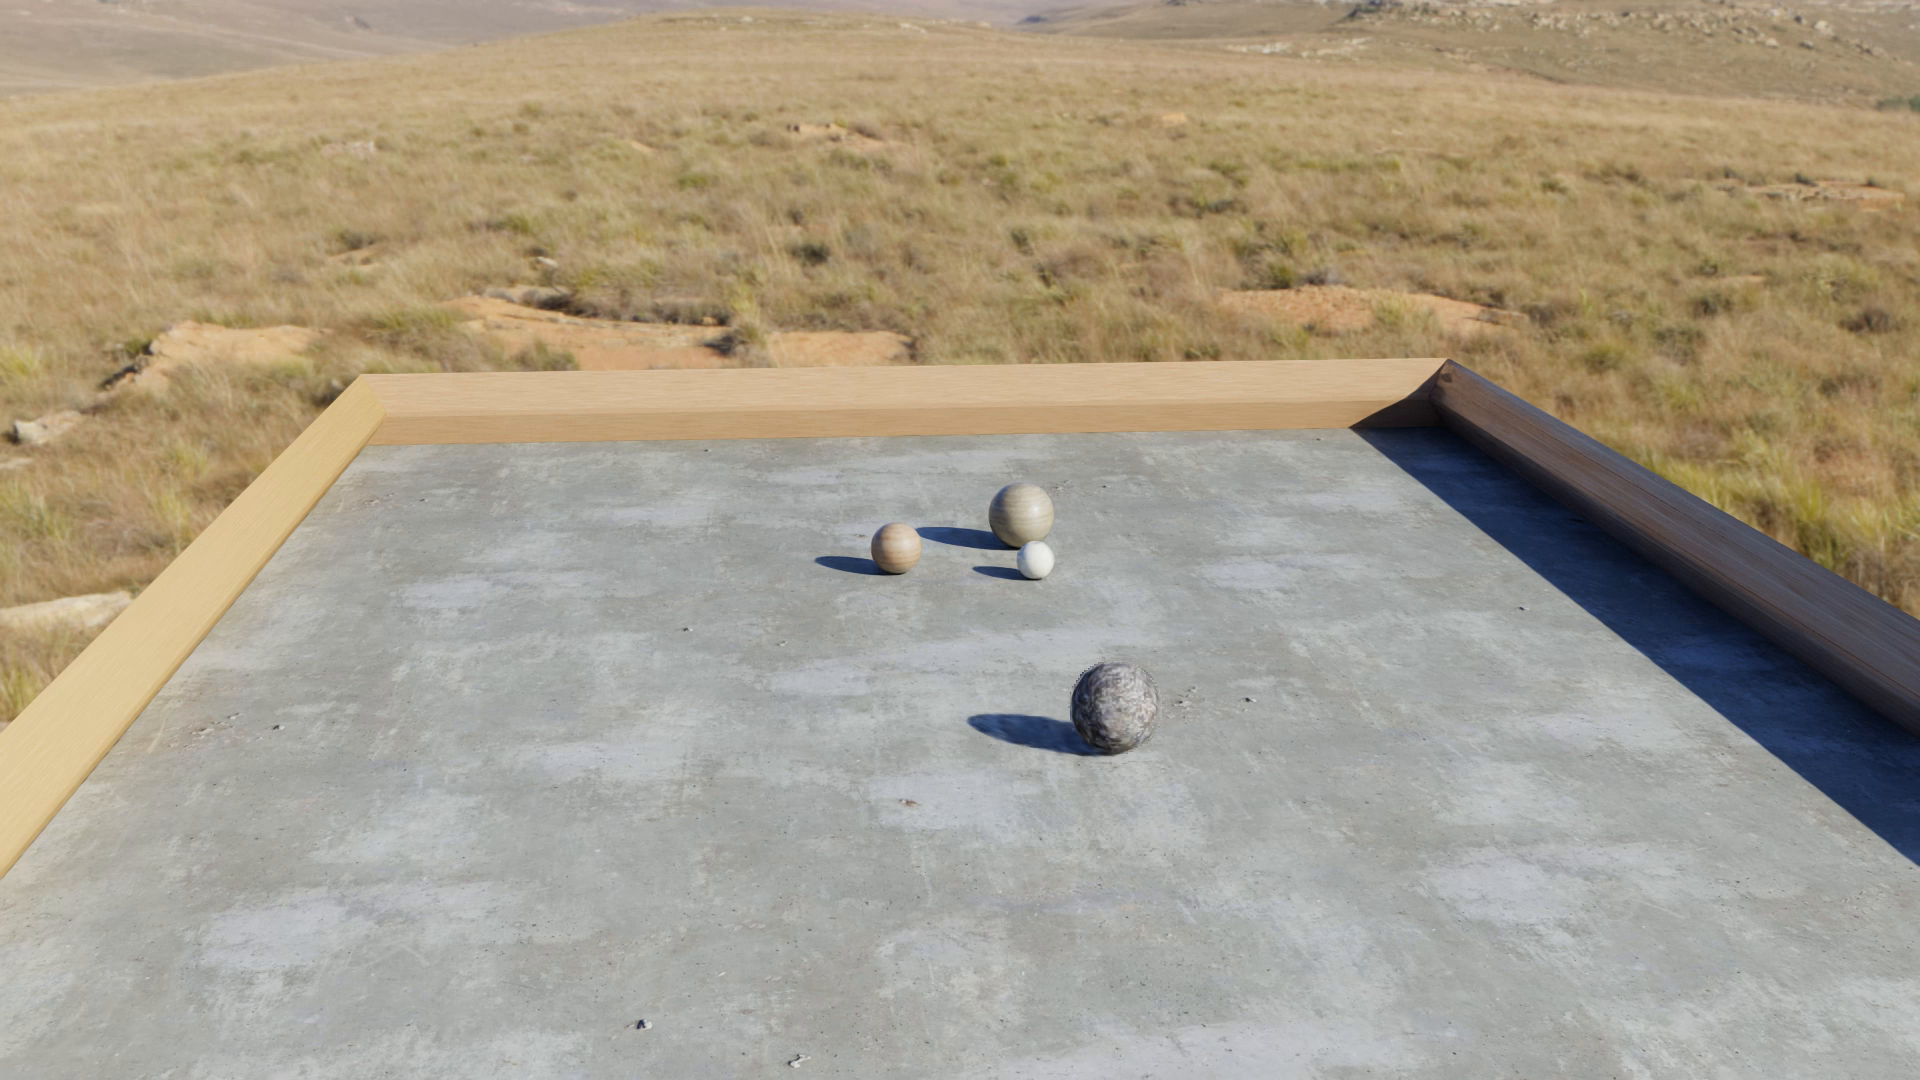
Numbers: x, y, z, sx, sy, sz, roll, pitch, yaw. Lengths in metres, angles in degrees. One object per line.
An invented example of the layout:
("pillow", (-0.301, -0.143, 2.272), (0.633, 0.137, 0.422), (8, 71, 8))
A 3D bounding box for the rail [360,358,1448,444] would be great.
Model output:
("rail", (-0.071, -0.224, 3.609), (1.795, 0.115, 0.045), (-1, 14, -5))

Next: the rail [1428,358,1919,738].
("rail", (0.943, 0.164, 2.097), (0.045, 0.115, 3.334), (-1, 14, -5))

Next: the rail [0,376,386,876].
("rail", (-0.798, 0.202, 1.949), (0.045, 0.115, 3.334), (-1, 14, -5))

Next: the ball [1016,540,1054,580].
("ball", (0.095, 0.025, 2.773), (0.048, 0.048, 0.048), (0, 14, 0))

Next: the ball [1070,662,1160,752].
("ball", (0.152, 0.164, 2.154), (0.088, 0.088, 0.088), (0, 14, 0))

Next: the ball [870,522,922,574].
("ball", (-0.081, 0.010, 2.798), (0.066, 0.066, 0.066), (0, 14, 0))

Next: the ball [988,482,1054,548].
("ball", (0.082, -0.033, 2.922), (0.089, 0.089, 0.089), (0, 14, 0))
